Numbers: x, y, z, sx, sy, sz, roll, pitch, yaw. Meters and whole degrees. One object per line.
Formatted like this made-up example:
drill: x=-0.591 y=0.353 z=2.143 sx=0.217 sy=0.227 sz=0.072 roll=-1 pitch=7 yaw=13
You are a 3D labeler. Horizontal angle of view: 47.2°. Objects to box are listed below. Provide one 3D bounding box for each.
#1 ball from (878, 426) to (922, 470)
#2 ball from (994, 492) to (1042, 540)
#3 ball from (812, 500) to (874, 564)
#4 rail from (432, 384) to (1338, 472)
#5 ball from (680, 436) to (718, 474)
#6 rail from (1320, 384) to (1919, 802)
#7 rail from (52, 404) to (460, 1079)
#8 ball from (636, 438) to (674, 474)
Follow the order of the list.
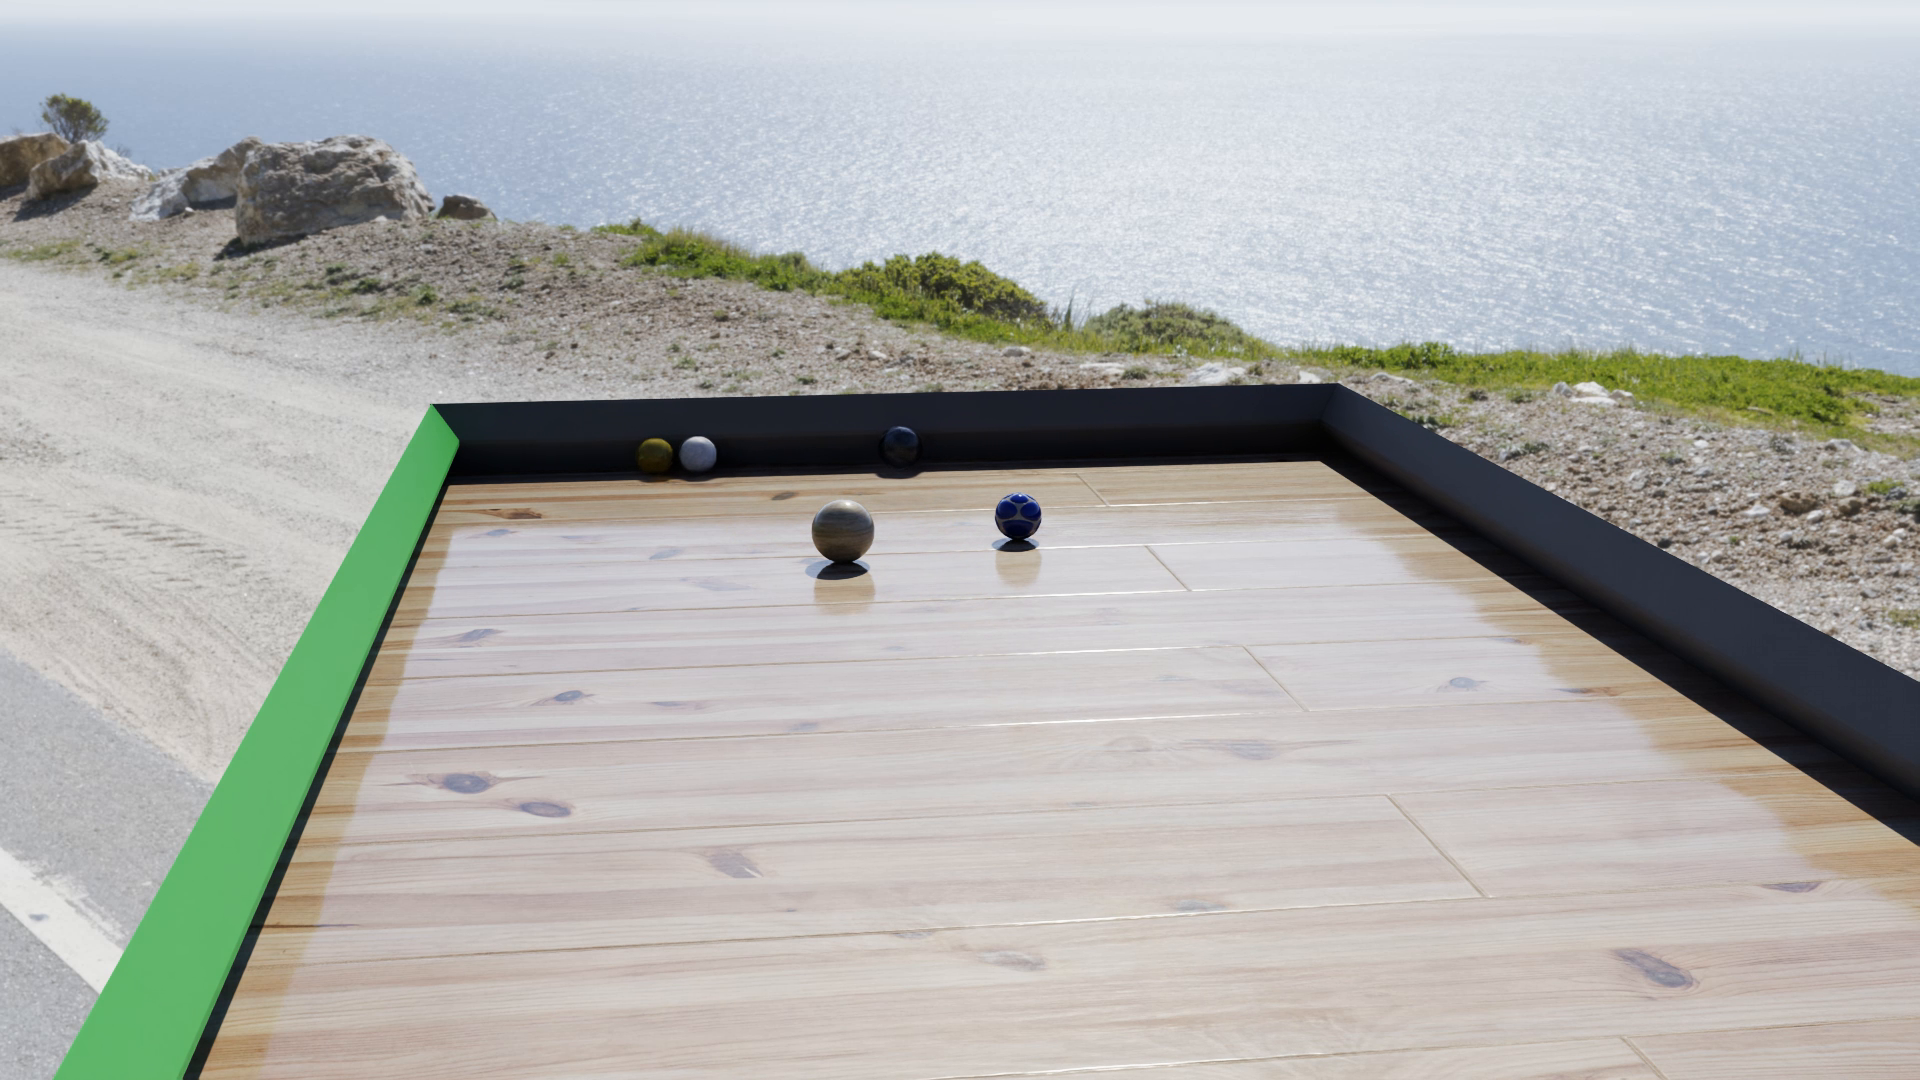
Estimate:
ball: x=-0.094 y=-0.146 z=3.479 sx=0.070 sy=0.070 sz=0.070 roll=0 pitch=13 yaw=0
ball: x=0.080 y=-0.032 z=3.003 sx=0.065 sy=0.065 sz=0.065 roll=0 pitch=13 yaw=0
ball: x=-0.153 y=-0.012 z=2.875 sx=0.083 sy=0.083 sz=0.083 roll=0 pitch=13 yaw=0
rail: x=-0.097 y=-0.178 z=3.526 sx=1.470 sy=0.108 sz=0.045 roll=-2 pitch=13 yaw=-8
ball: x=-0.410 y=-0.133 z=3.447 sx=0.059 sy=0.059 sz=0.059 roll=0 pitch=13 yaw=0
rail: x=0.805 y=0.121 z=2.250 sx=0.045 sy=0.108 sz=2.893 roll=-2 pitch=13 yaw=-8
rail: x=-0.604 y=0.166 z=2.058 sx=0.045 sy=0.108 sz=2.893 roll=-2 pitch=13 yaw=-8
ball: x=-0.476 y=-0.131 z=3.440 sx=0.058 sy=0.058 sz=0.058 roll=0 pitch=13 yaw=0
